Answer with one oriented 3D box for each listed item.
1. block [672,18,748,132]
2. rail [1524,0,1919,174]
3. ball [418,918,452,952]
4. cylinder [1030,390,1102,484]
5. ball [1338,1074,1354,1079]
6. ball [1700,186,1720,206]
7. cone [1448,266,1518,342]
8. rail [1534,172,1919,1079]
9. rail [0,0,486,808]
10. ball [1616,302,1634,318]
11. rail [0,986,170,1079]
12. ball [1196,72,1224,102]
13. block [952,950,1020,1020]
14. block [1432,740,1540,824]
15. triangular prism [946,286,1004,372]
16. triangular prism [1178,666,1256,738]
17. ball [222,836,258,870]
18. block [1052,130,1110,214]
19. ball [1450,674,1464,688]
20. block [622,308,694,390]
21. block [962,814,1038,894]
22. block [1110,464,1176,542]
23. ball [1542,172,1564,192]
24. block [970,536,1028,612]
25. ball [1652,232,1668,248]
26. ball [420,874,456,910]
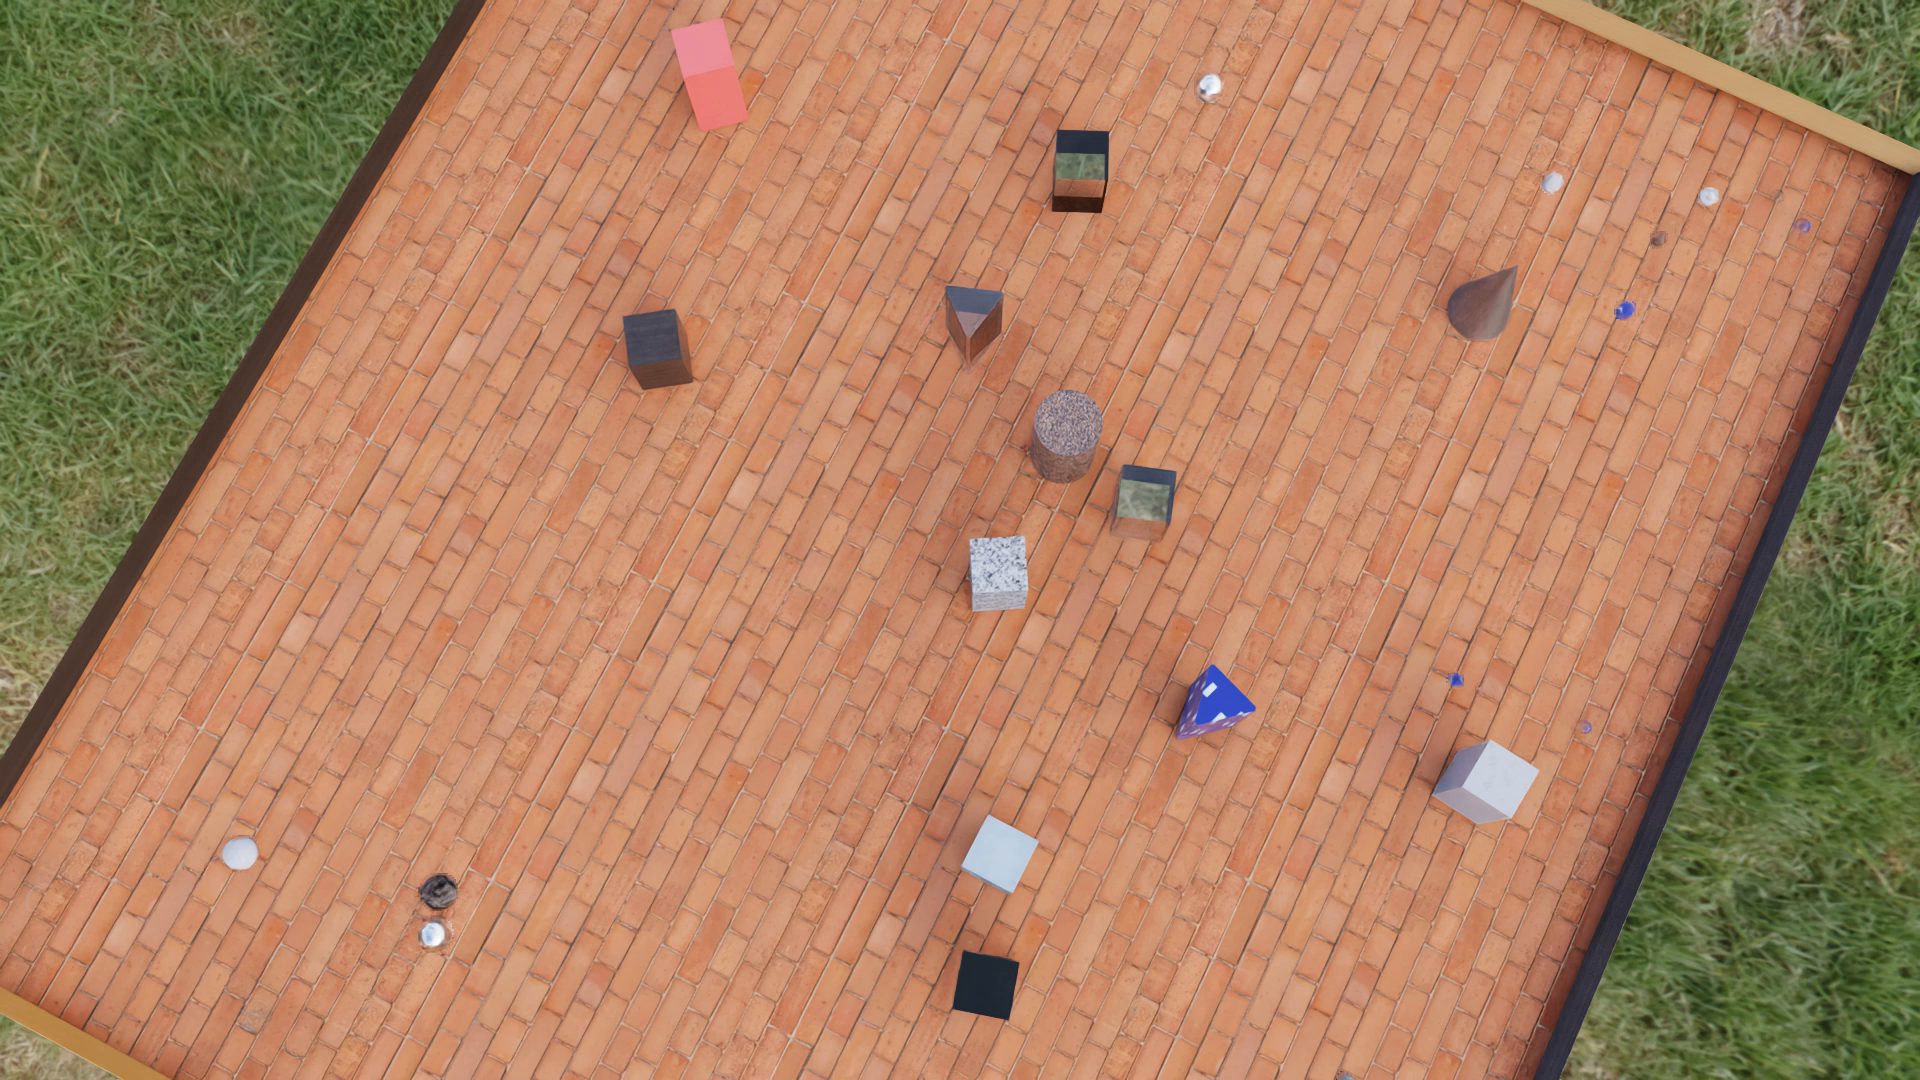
[{"bbox_3d":[-0.776,-1.446,5.718,0.159,0.388,0.159,-15,79,-3],"label":"block"},{"bbox_3d":[1.087,-2.121,5.989,4.422,0.129,0.045,26,80,5],"label":"rail"},{"bbox_3d":[-1.527,1.148,5.331,0.094,0.094,0.094,0,78,0],"label":"ball"},{"bbox_3d":[0.316,-0.306,5.502,0.199,0.349,0.199,0,78,0],"label":"cylinder"},{"bbox_3d":[1.110,1.559,5.269,0.049,0.049,0.049,0,78,0],"label":"ball"},{"bbox_3d":[2.377,-1.091,5.813,0.058,0.058,0.058,0,78,0],"label":"ball"},{"bbox_3d":[1.633,-0.763,5.562,0.199,0.416,0.199,0,78,0],"label":"cone"},{"bbox_3d":[1.956,0.965,5.350,0.045,0.129,4.906,26,80,5],"label":"rail"},{"bbox_3d":[-1.956,-0.951,5.747,0.045,0.129,4.906,26,80,5],"label":"rail"},{"bbox_3d":[2.084,-0.720,5.738,0.054,0.054,0.054,0,78,0],"label":"ball"},{"bbox_3d":[-1.087,2.135,5.108,4.422,0.129,0.045,26,80,5],"label":"rail"},{"bbox_3d":[0.802,-1.450,5.870,0.092,0.092,0.092,0,78,0],"label":"ball"},{"bbox_3d":[0.072,1.260,5.203,0.159,0.300,0.159,11,79,2],"label":"block"},{"bbox_3d":[1.514,0.703,5.297,0.159,0.342,0.159,33,80,6],"label":"block"},{"bbox_3d":[0.017,-0.667,5.568,0.149,0.365,0.172,36,81,7],"label":"triangular prism"},{"bbox_3d":[0.717,0.462,5.293,0.172,0.446,0.149,-13,79,-3],"label":"triangular prism"},{"bbox_3d":[-2.111,0.920,5.376,0.098,0.098,0.098,0,78,0],"label":"ball"},{"bbox_3d":[0.374,-1.148,5.718,0.159,0.267,0.159,2,78,0],"label":"block"},{"bbox_3d":[1.491,0.423,5.508,0.041,0.041,0.041,0,78,0],"label":"ball"},{"bbox_3d":[-0.922,-0.581,5.610,0.159,0.249,0.159,-9,78,-2],"label":"block"},{"bbox_3d":[0.111,0.903,5.237,0.159,0.378,0.159,27,80,5],"label":"block"},{"bbox_3d":[0.547,-0.107,5.495,0.159,0.281,0.159,8,78,2],"label":"block"},{"bbox_3d":[1.884,-1.136,5.819,0.064,0.064,0.064,0,78,0],"label":"ball"},{"bbox_3d":[0.112,0.103,5.431,0.159,0.321,0.159,-3,78,-1],"label":"block"},{"bbox_3d":[2.209,-0.948,5.789,0.046,0.046,0.046,0,78,0],"label":"ball"},{"bbox_3d":[-1.523,1.029,5.353,0.099,0.099,0.099,0,78,0],"label":"ball"}]
